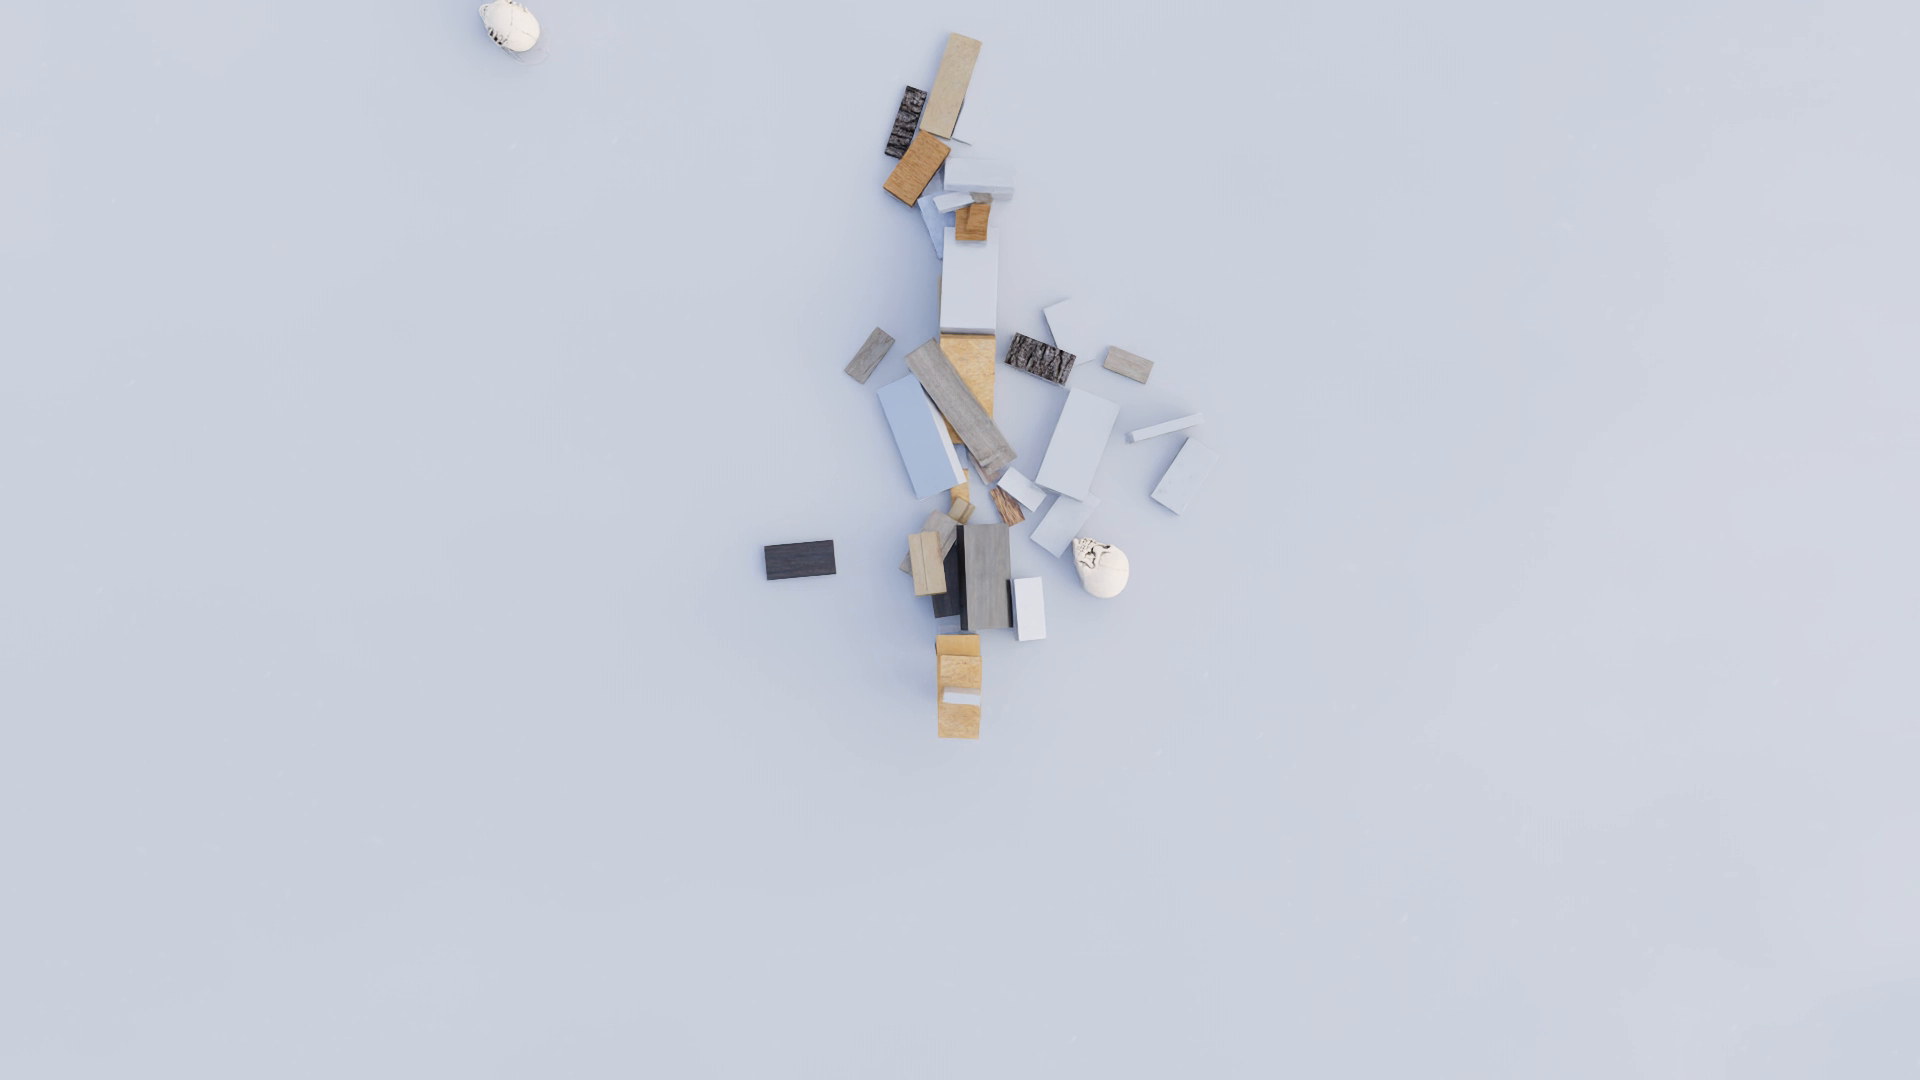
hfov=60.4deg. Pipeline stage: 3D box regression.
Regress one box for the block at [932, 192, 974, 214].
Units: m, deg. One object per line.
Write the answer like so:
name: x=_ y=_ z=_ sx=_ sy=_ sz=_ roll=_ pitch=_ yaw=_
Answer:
block: x=-0.022 y=-1.114 z=5.429 sx=0.122 sy=0.017 sz=0.061 roll=-17 pitch=60 yaw=-12

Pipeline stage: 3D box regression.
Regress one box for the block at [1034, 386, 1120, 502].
block: x=0.388 y=-0.314 z=5.455 sx=0.172 sy=0.049 sz=0.345 roll=21 pitch=83 yaw=0

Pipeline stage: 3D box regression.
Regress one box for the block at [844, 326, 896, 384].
block: x=-0.300 y=-0.614 z=5.489 sx=0.077 sy=0.022 sz=0.185 roll=37 pitch=90 yaw=0

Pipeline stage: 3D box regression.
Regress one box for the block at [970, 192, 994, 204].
block: x=0.058 y=-1.157 z=5.457 sx=0.061 sy=0.017 sz=0.122 roll=-18 pitch=61 yaw=-13

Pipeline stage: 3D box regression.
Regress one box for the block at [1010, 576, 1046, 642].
block: x=0.226 y=0.228 z=5.465 sx=0.102 sy=0.029 sz=0.204 roll=-5 pitch=90 yaw=-26

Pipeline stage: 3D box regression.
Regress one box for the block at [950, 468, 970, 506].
block: x=-0.001 y=-0.174 z=5.479 sx=0.060 sy=0.017 sz=0.121 roll=-3 pitch=102 yaw=0

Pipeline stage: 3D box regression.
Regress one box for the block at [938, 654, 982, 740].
block: x=0.001 y=0.469 z=4.927 sx=0.123 sy=0.035 sz=0.246 roll=3 pitch=90 yaw=0

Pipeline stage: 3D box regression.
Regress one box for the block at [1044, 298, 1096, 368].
block: x=0.364 y=-0.685 z=5.485 sx=0.107 sy=0.030 sz=0.214 roll=-21 pitch=90 yaw=0

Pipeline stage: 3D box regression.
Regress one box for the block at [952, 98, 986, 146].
block: x=0.031 y=-1.392 z=5.490 sx=0.070 sy=0.020 sz=0.140 roll=21 pitch=90 yaw=0

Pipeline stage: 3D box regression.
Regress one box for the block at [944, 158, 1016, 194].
block: x=0.065 y=-1.204 z=5.456 sx=0.231 sy=0.033 sz=0.116 roll=3 pitch=59 yaw=0

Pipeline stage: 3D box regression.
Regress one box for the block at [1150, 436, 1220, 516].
block: x=0.746 y=-0.212 z=5.483 sx=0.118 sy=0.034 sz=0.237 roll=33 pitch=90 yaw=0

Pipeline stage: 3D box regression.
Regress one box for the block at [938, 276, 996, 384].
block: x=0.021 y=-0.693 z=5.445 sx=0.179 sy=0.051 sz=0.357 roll=-2 pitch=90 yaw=0

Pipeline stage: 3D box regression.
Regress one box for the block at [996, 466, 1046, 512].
block: x=0.205 y=-0.168 z=5.475 sx=0.154 sy=0.022 sz=0.077 roll=38 pitch=80 yaw=-5

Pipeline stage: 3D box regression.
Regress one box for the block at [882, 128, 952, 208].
block: x=-0.142 y=-1.231 z=5.464 sx=0.116 sy=0.033 sz=0.231 roll=34 pitch=90 yaw=0

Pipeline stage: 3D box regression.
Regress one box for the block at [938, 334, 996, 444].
block: x=0.021 y=-0.493 z=5.402 sx=0.179 sy=0.051 sz=0.357 roll=1 pitch=114 yaw=-1

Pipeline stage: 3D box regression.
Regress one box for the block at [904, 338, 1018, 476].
block: x=0.004 y=-0.434 z=5.378 sx=0.116 sy=0.033 sz=0.483 roll=-32 pitch=109 yaw=15

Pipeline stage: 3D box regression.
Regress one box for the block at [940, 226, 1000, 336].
block: x=0.032 y=-0.847 z=5.385 sx=0.179 sy=0.051 sz=0.357 roll=2 pitch=73 yaw=1

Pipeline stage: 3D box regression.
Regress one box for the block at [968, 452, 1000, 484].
block: x=0.081 y=-0.249 z=5.491 sx=0.060 sy=0.017 sz=0.121 roll=-30 pitch=90 yaw=0

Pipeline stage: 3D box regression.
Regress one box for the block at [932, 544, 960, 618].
block: x=-0.043 y=0.137 z=5.464 sx=0.115 sy=0.033 sz=0.230 roll=-8 pitch=90 yaw=0

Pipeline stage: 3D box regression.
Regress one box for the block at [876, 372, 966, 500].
block: x=-0.127 y=-0.344 z=5.430 sx=0.172 sy=0.049 sz=0.392 roll=-21 pitch=90 yaw=35

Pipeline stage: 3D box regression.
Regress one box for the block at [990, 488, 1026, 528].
block: x=0.159 y=-0.115 z=5.490 sx=0.068 sy=0.019 sz=0.137 roll=-24 pitch=90 yaw=0

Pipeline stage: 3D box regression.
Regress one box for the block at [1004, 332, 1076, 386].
block: x=0.266 y=-0.600 z=5.466 sx=0.214 sy=0.030 sz=0.107 roll=23 pitch=97 yaw=7

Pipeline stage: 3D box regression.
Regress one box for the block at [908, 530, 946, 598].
block: x=-0.106 y=0.079 z=5.389 sx=0.102 sy=0.029 sz=0.204 roll=-7 pitch=77 yaw=0

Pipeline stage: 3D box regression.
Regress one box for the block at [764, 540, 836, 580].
block: x=-0.530 y=0.066 z=5.484 sx=0.230 sy=0.033 sz=0.115 roll=-5 pitch=90 yaw=0

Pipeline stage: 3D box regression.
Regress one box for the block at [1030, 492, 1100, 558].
block: x=0.349 y=-0.070 z=5.483 sx=0.118 sy=0.034 sz=0.237 roll=35 pitch=90 yaw=0

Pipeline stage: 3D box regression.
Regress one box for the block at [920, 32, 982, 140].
block: x=-0.031 y=-1.509 z=5.485 sx=0.107 sy=0.030 sz=0.339 roll=19 pitch=90 yaw=0

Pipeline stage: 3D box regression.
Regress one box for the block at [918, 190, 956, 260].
block: x=-0.058 y=-1.049 z=5.474 sx=0.103 sy=0.029 sz=0.206 roll=-21 pitch=96 yaw=0

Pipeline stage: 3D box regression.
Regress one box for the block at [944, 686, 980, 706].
block: x=0.005 y=0.449 z=4.751 sx=0.102 sy=0.317 sz=0.029 roll=5 pitch=88 yaw=0

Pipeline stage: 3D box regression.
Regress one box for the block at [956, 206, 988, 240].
block: x=0.038 y=-1.068 z=5.427 sx=0.103 sy=0.029 sz=0.206 roll=1 pitch=54 yaw=1

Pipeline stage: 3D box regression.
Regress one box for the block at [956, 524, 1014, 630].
block: x=0.082 y=0.120 z=5.436 sx=0.172 sy=0.049 sz=0.345 roll=-2 pitch=90 yaw=-30

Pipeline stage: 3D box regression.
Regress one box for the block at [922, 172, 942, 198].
block: x=-0.099 y=-1.192 z=5.490 sx=0.070 sy=0.020 sz=0.140 roll=-12 pitch=90 yaw=0

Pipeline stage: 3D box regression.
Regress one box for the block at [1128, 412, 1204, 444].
block: x=0.680 y=-0.369 z=5.441 sx=0.237 sy=0.118 sz=0.034 roll=-16 pitch=90 yaw=0

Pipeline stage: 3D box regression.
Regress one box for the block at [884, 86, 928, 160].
block: x=-0.181 y=-1.388 z=5.490 sx=0.070 sy=0.020 sz=0.236 roll=19 pitch=90 yaw=0

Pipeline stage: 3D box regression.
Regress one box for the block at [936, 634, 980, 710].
block: x=-0.005 y=0.435 z=5.210 sx=0.135 sy=0.038 sz=0.271 roll=-1 pitch=90 yaw=0

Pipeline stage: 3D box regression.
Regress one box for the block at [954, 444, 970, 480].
block: x=-0.006 y=-0.257 z=5.491 sx=0.060 sy=0.017 sz=0.121 roll=-8 pitch=90 yaw=0

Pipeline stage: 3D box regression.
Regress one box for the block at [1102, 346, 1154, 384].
block: x=0.560 y=-0.583 z=5.489 sx=0.154 sy=0.022 sz=0.077 roll=22 pitch=90 yaw=0

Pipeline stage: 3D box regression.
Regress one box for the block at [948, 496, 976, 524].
block: x=-0.010 y=-0.068 z=5.479 sx=0.068 sy=0.019 sz=0.137 roll=30 pitch=100 yaw=0

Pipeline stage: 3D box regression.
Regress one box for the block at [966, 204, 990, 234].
block: x=0.060 y=-1.048 z=5.383 sx=0.061 sy=0.017 sz=0.122 roll=7 pitch=54 yaw=5

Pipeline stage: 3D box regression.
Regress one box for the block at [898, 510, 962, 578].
block: x=-0.093 y=0.025 z=5.432 sx=0.115 sy=0.033 sz=0.230 roll=29 pitch=79 yaw=8
